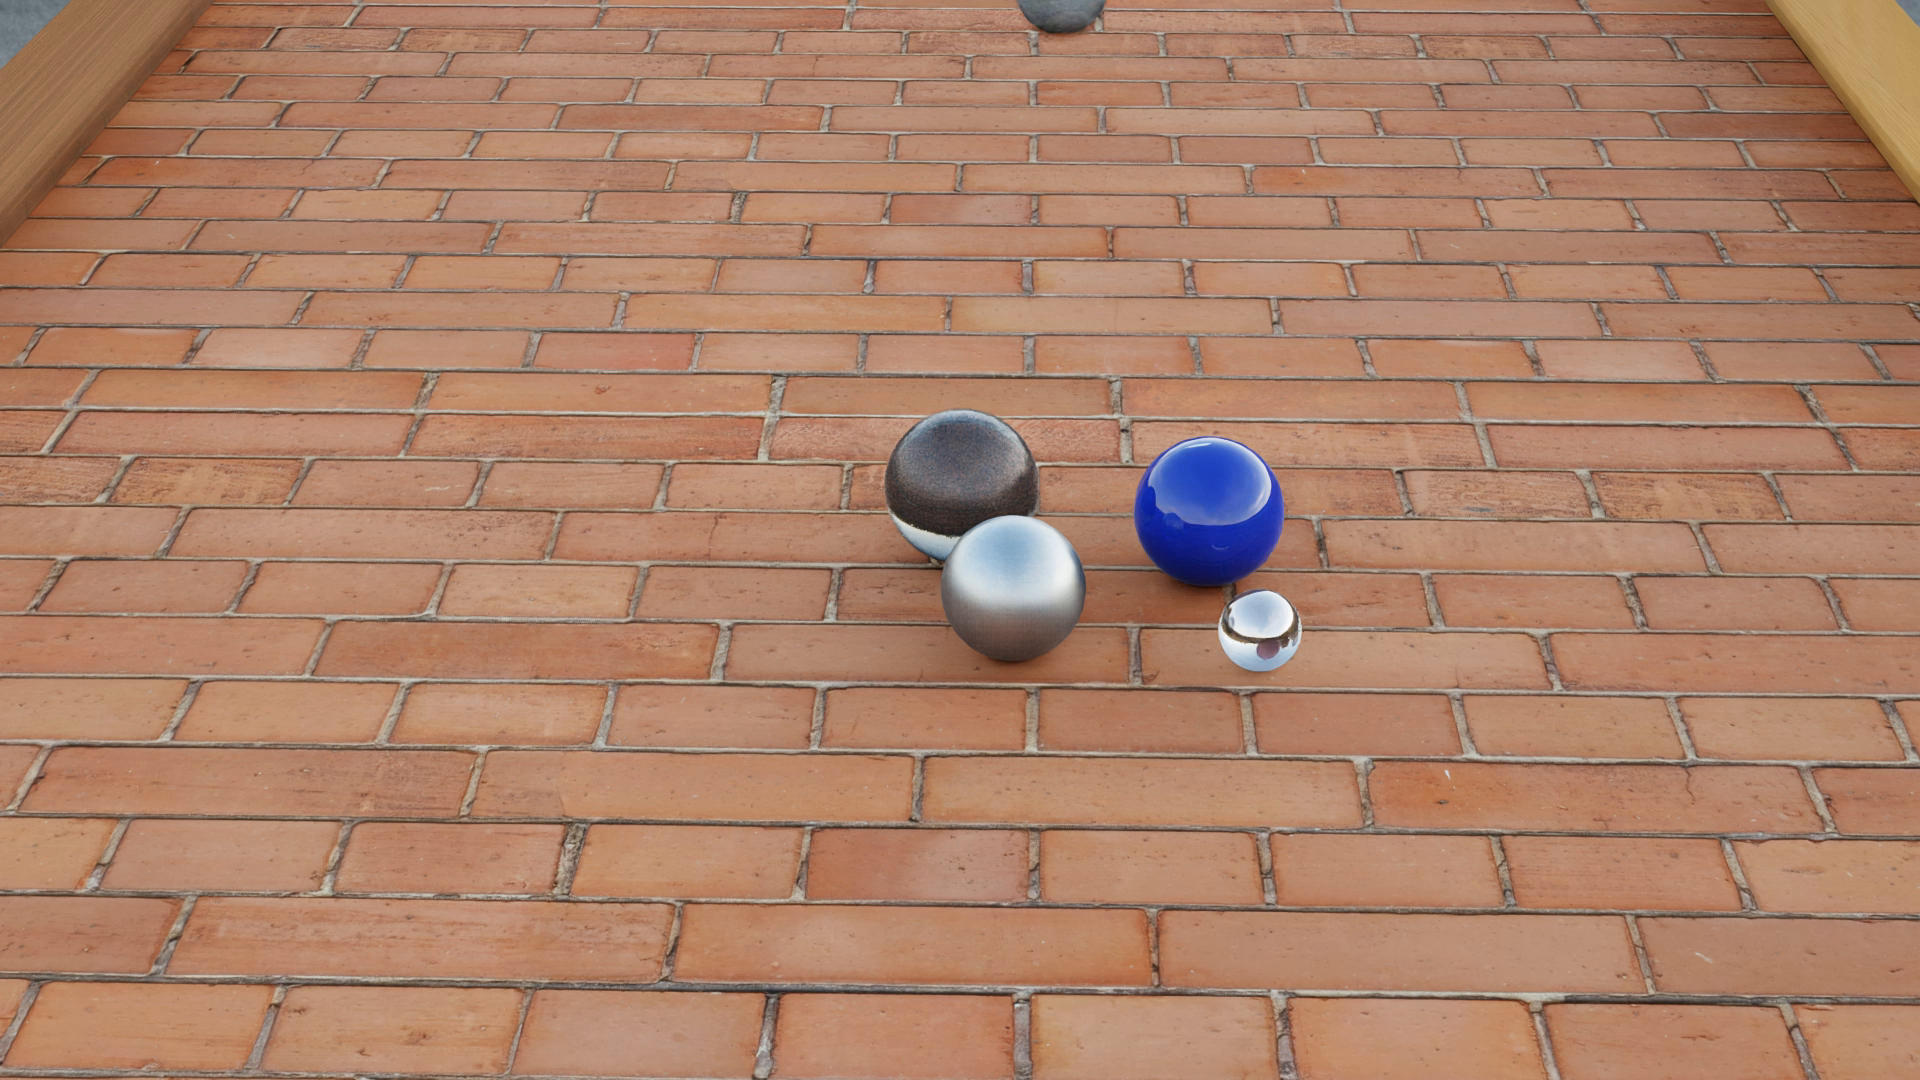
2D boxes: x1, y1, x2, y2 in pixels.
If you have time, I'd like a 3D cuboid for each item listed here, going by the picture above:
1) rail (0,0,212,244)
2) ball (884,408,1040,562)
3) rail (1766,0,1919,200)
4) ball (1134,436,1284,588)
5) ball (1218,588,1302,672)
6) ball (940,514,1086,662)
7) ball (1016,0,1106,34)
[{"bbox_3d":[-0.754,-0.372,2.509,0.045,0.129,3.033,1,27,1],"label":"rail"},{"bbox_3d":[0.001,-0.034,1.877,0.099,0.099,0.099,0,27,0],"label":"ball"},{"bbox_3d":[0.788,-0.356,2.477,0.045,0.129,3.033,1,27,1],"label":"rail"},{"bbox_3d":[0.156,-0.018,1.849,0.095,0.095,0.095,0,27,0],"label":"ball"},{"bbox_3d":[0.179,0.054,1.757,0.050,0.050,0.050,0,27,0],"label":"ball"},{"bbox_3d":[0.032,0.029,1.765,0.088,0.088,0.088,0,27,0],"label":"ball"},{"bbox_3d":[0.100,-0.544,2.893,0.092,0.092,0.092,0,27,0],"label":"ball"}]
